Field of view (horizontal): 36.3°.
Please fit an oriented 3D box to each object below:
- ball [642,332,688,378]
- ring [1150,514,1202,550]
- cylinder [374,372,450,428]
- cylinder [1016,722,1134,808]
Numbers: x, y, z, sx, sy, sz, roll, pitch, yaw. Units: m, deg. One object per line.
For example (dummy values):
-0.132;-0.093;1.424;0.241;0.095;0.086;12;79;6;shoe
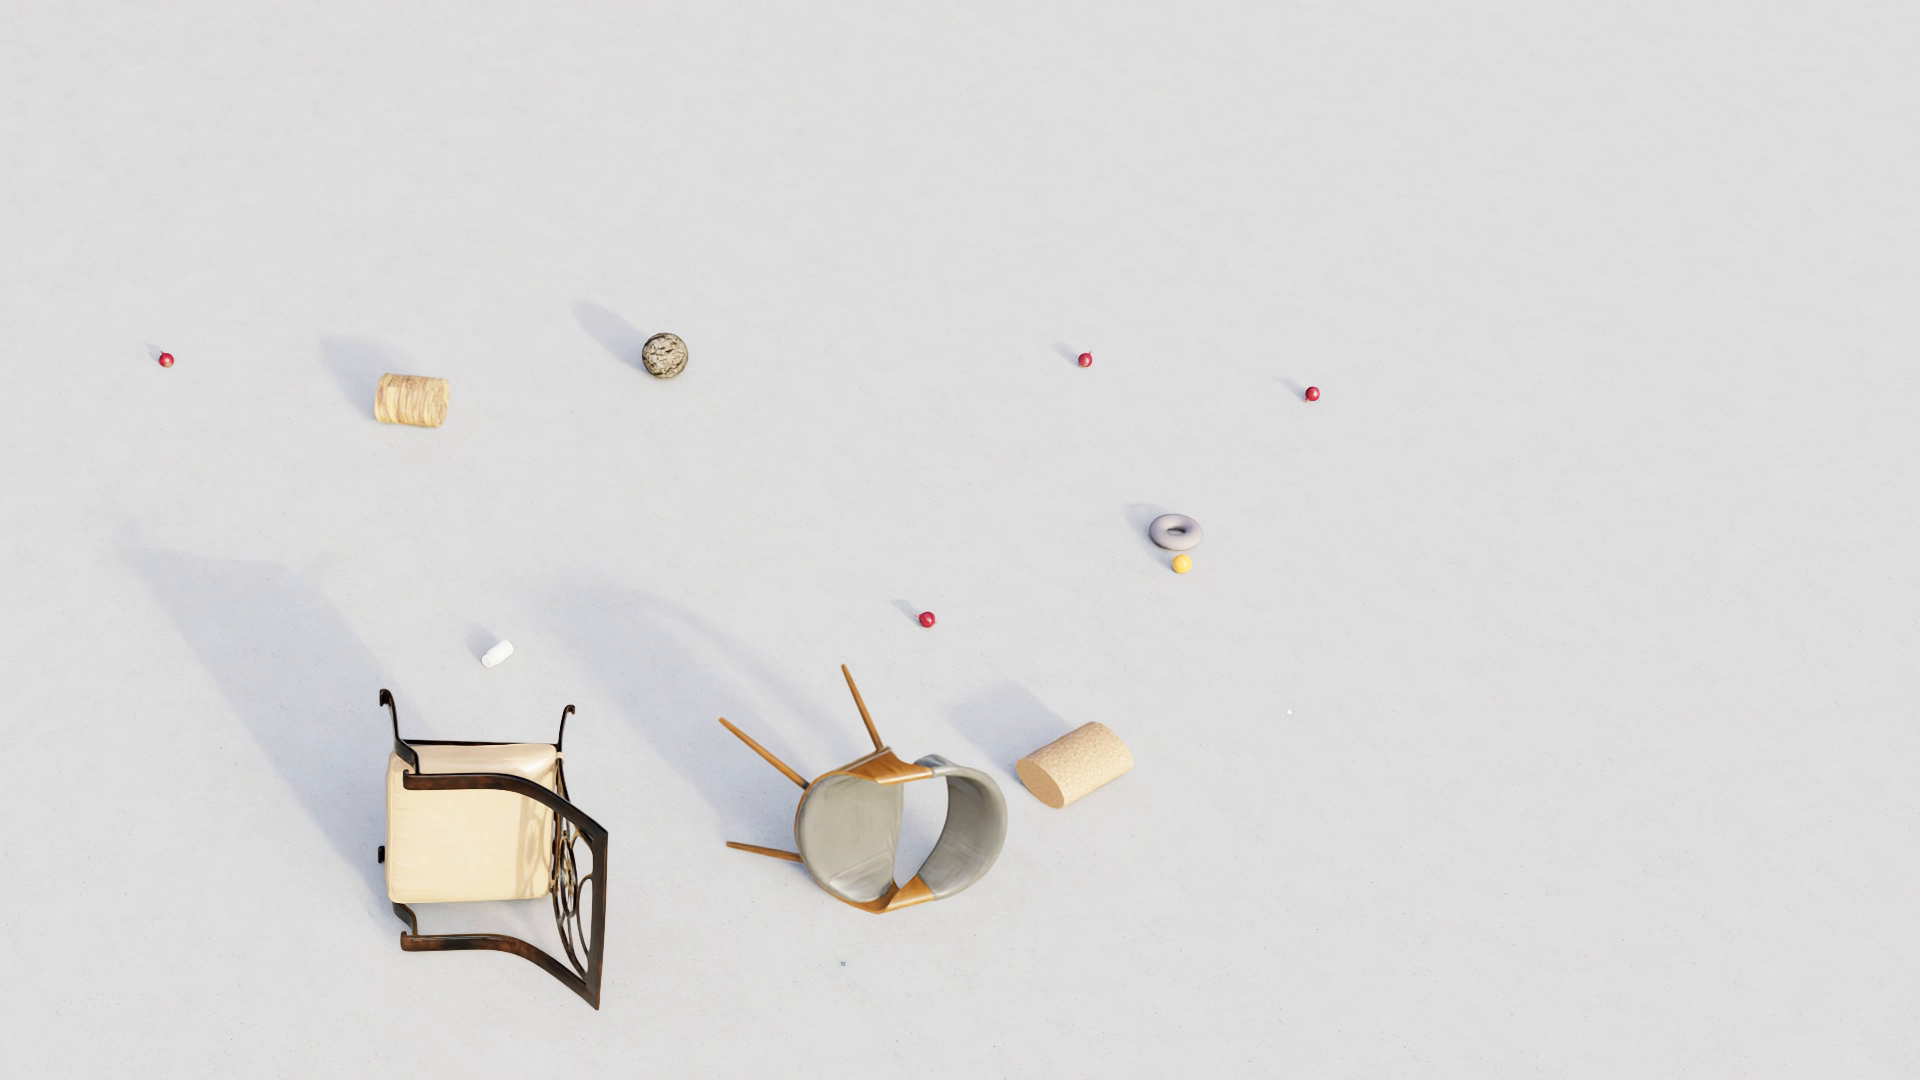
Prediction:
-1.198;-0.749;11.910;0.189;0.189;0.189;0;33;0;ball
0.805;-0.029;10.941;0.196;0.055;0.223;-11;35;-15;ring
-2.172;-0.555;11.629;0.245;0.164;0.207;6;60;9;cylinder
0.380;0.742;9.690;0.312;0.141;0.235;-25;46;-33;cylinder
